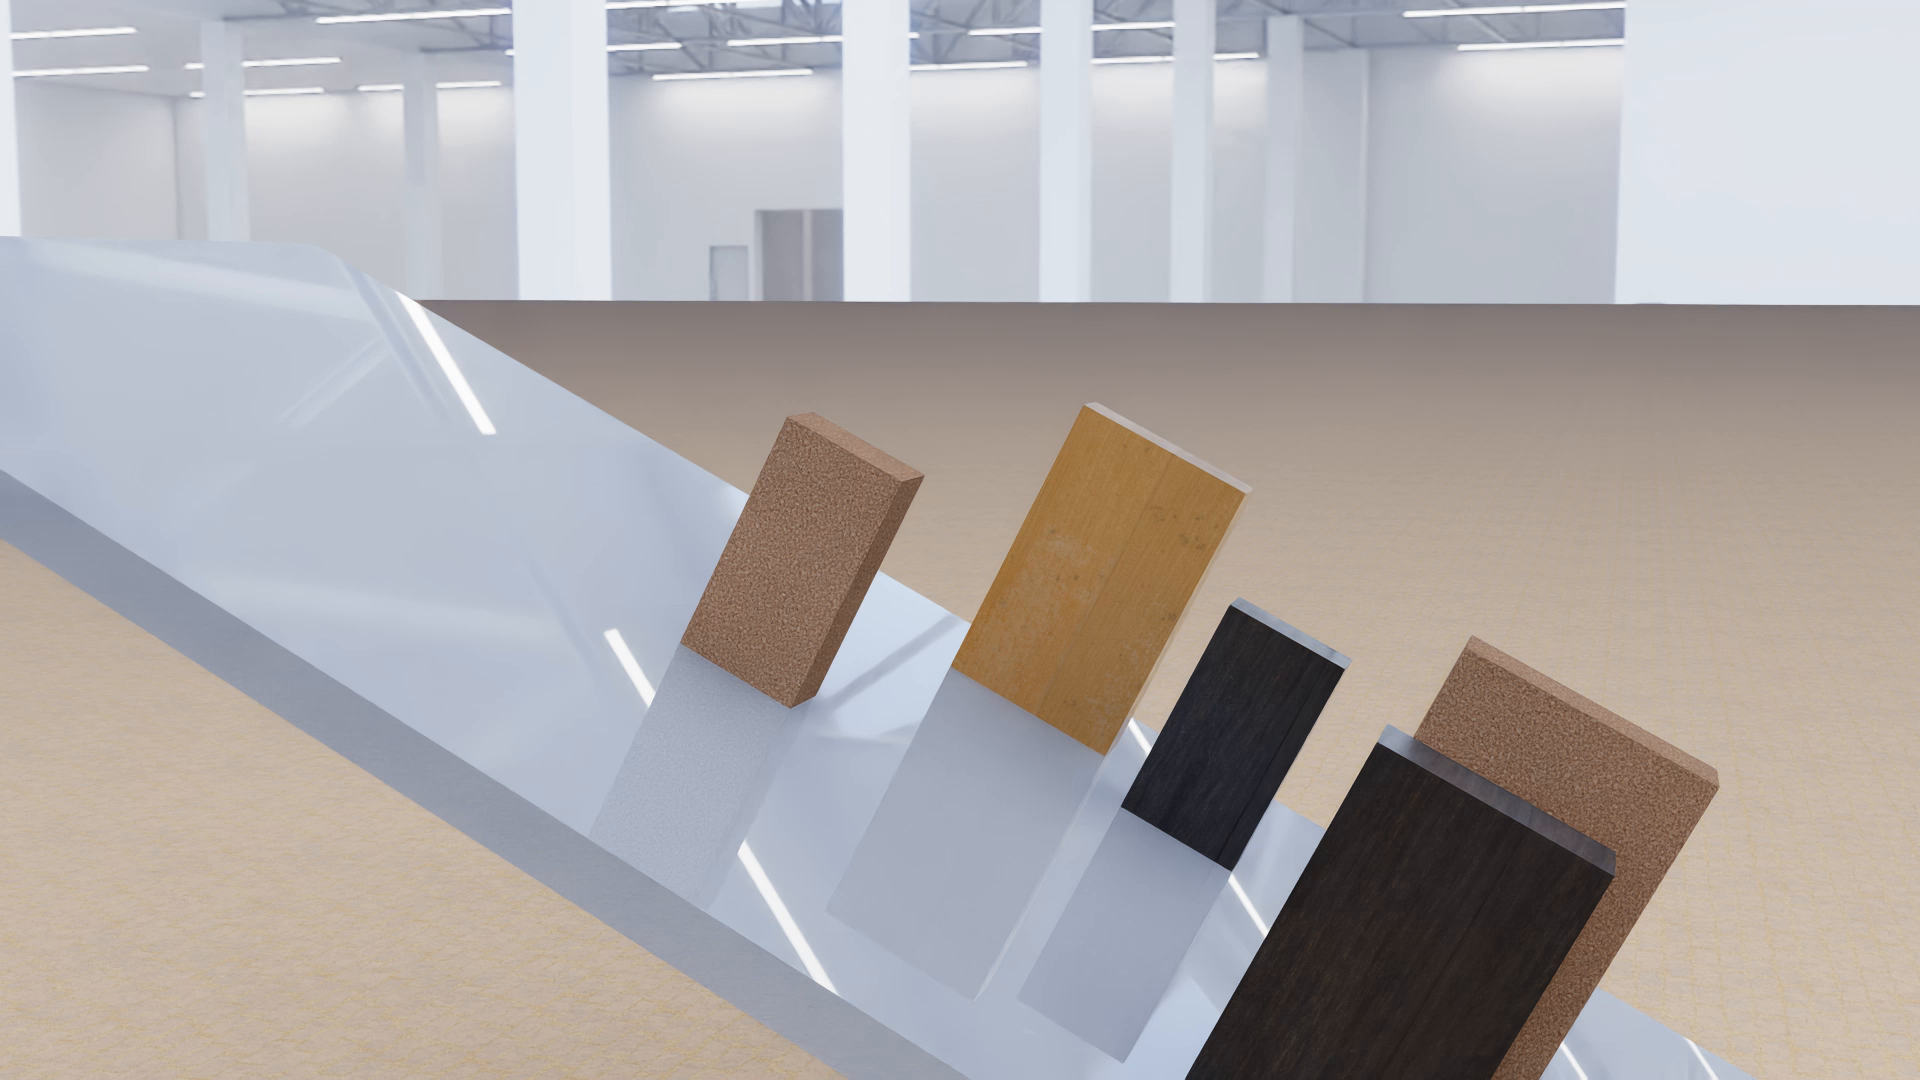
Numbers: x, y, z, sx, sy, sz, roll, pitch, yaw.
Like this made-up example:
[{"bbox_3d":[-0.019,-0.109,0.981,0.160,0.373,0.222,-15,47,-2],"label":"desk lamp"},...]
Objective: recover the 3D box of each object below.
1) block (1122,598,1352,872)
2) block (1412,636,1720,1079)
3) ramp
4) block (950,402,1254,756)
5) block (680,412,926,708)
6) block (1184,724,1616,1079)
[{"bbox_3d":[0.549,0.386,4.383,0.255,0.471,0.109,30,14,12],"label":"block"},{"bbox_3d":[0.806,0.593,3.482,0.423,0.768,0.126,30,14,12],"label":"block"},{"bbox_3d":[-0.231,0.386,4.152,4.000,0.100,2.000,30,14,12],"label":"ramp"},{"bbox_3d":[0.299,0.082,4.675,0.386,0.639,0.109,30,14,12],"label":"block"},{"bbox_3d":[-0.294,0.036,4.091,0.247,0.481,0.134,30,14,12],"label":"block"},{"bbox_3d":[0.615,0.646,3.178,0.364,0.654,0.135,30,14,12],"label":"block"}]
